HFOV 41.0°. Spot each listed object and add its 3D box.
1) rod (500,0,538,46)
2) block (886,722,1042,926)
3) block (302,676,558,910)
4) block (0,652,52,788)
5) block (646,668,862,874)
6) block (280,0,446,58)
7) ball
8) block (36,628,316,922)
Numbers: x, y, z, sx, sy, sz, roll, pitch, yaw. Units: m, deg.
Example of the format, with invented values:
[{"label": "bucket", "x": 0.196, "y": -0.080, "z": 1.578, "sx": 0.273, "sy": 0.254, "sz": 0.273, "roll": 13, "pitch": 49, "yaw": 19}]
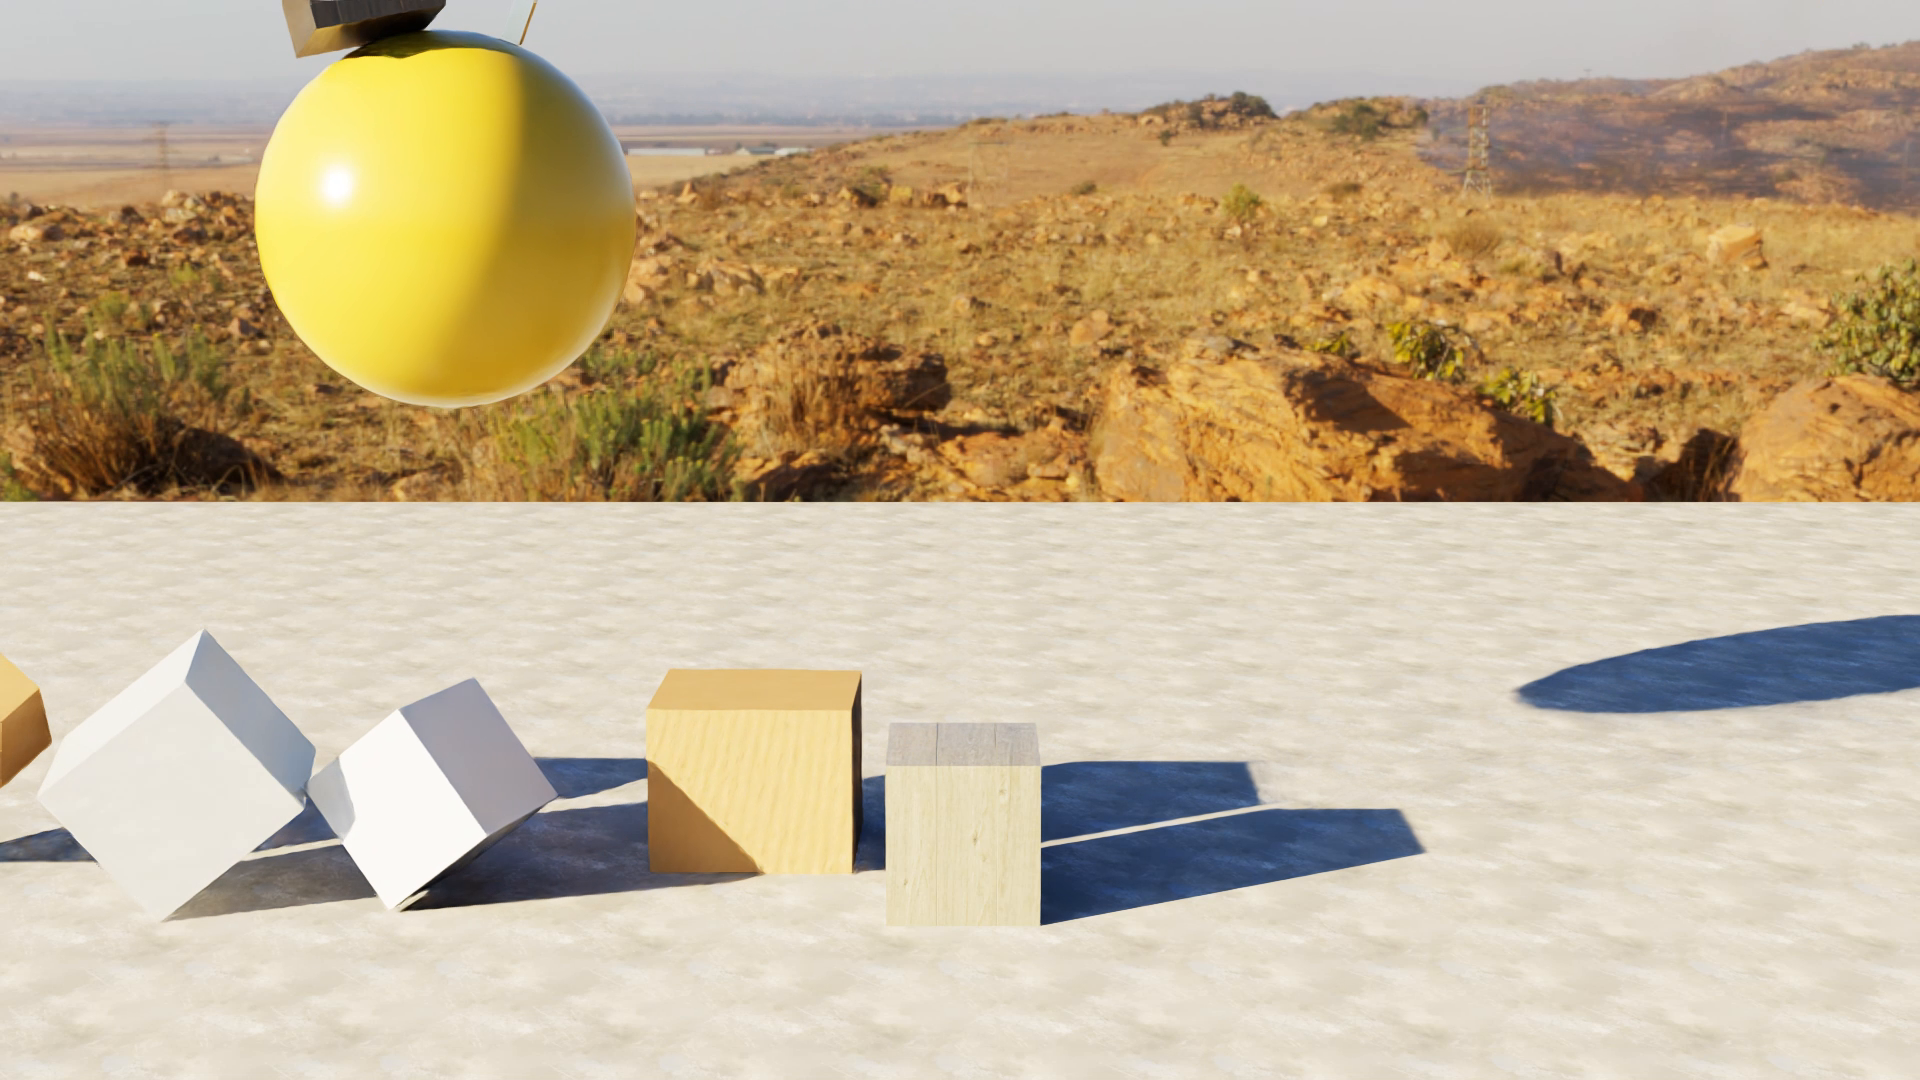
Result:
[{"label": "rod", "x": -0.945, "y": -4.479, "z": 10.366, "sx": 0.080, "sy": 5.200, "sz": 0.080, "roll": 21, "pitch": 10, "yaw": -4}, {"label": "block", "x": 0.013, "y": 1.208, "z": 10.997, "sx": 0.642, "sy": 0.689, "sz": 0.720, "roll": 0, "pitch": 10, "yaw": 0}, {"label": "block", "x": -2.282, "y": 1.086, "z": 11.107, "sx": 0.591, "sy": 0.649, "sz": 0.687, "roll": -37, "pitch": -3, "yaw": 19}, {"label": "block", "x": -4.606, "y": 0.847, "z": 11.431, "sx": 0.792, "sy": 0.634, "sz": 0.731, "roll": -47, "pitch": -6, "yaw": -27}, {"label": "block", "x": -0.921, "y": 1.046, "z": 11.723, "sx": 0.904, "sy": 0.748, "sz": 0.783, "roll": 0, "pitch": 10, "yaw": 1}, {"label": "block", "x": -2.513, "y": -2.409, "z": 10.560, "sx": 0.536, "sy": 0.645, "sz": 0.604, "roll": -16, "pitch": 5, "yaw": -21}, {"label": "ball", "x": -2.180, "y": -1.363, "z": 10.933, "sx": 1.600, "sy": 1.600, "sz": 1.600, "roll": 0, "pitch": 10, "yaw": 0}, {"label": "block", "x": -3.325, "y": 0.993, "z": 10.963, "sx": 0.779, "sy": 0.735, "sz": 0.733, "roll": -38, "pitch": 19, "yaw": 2}]
